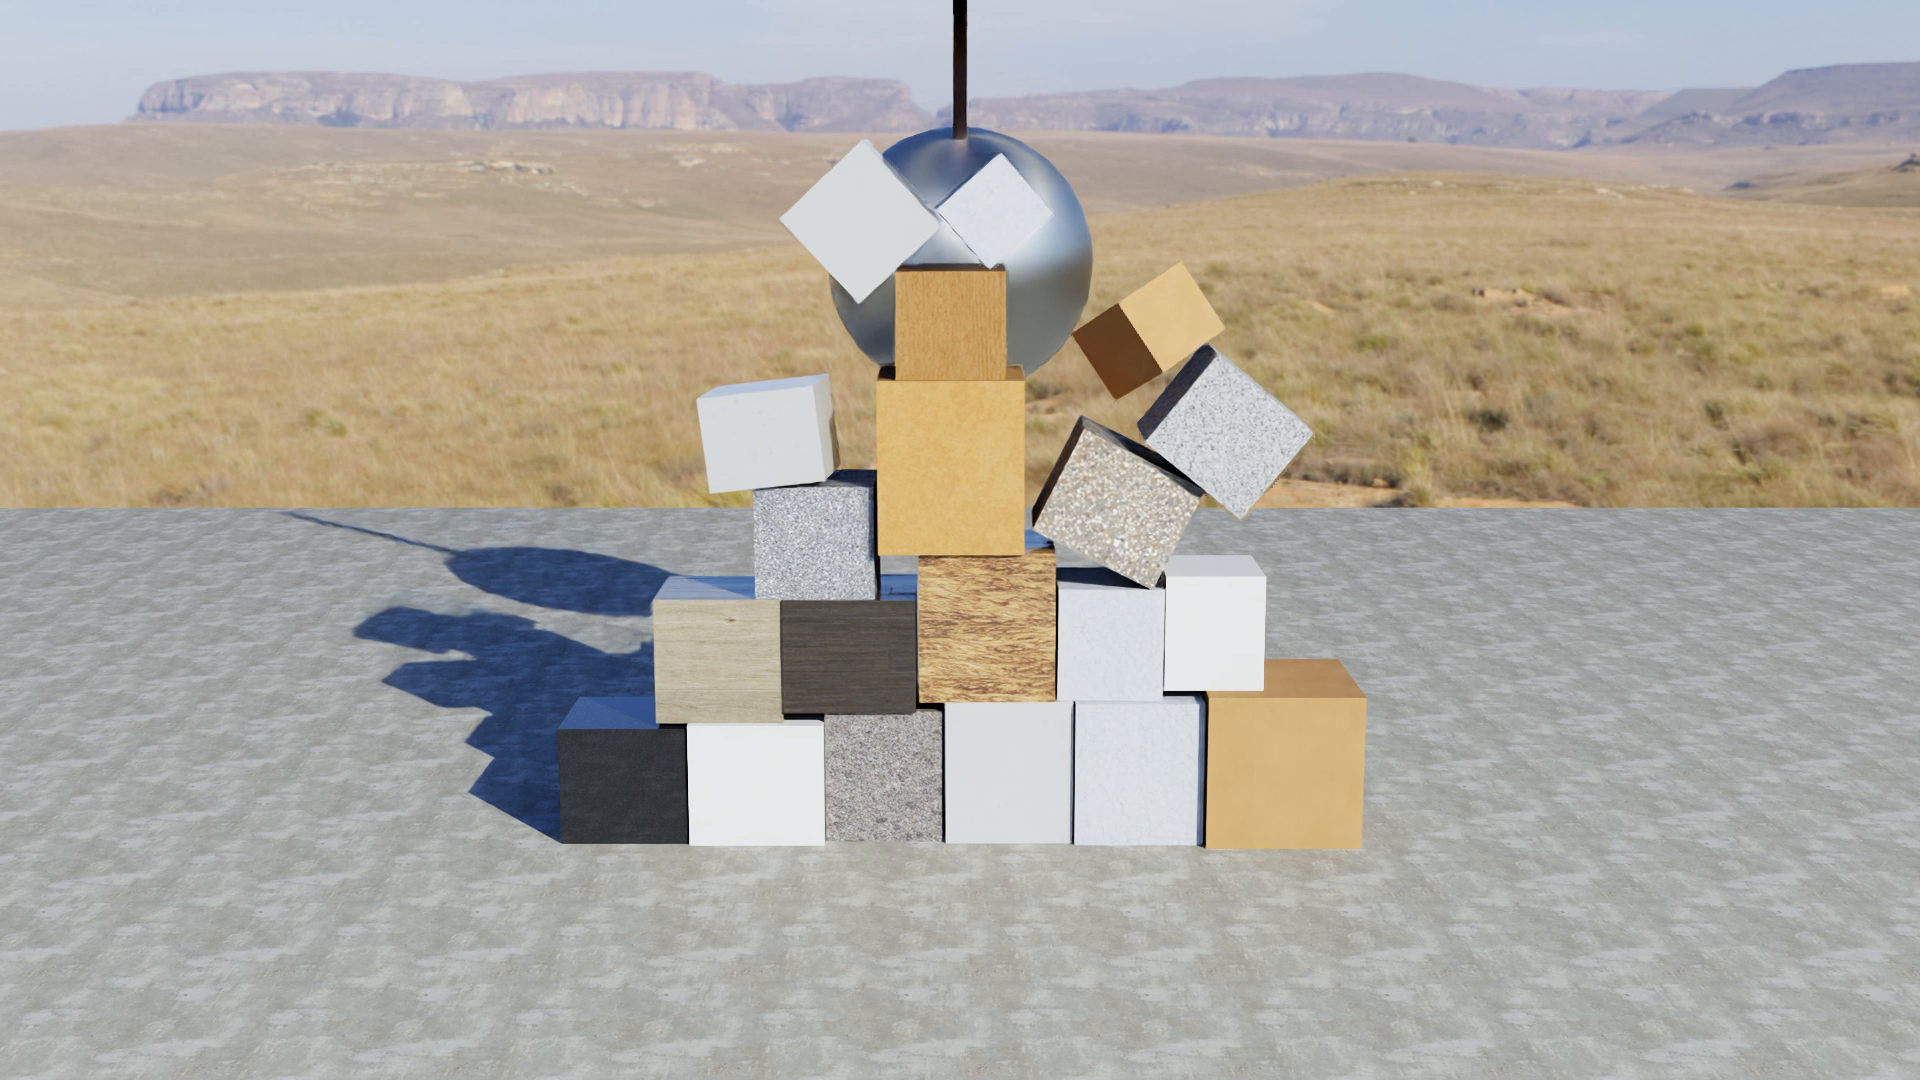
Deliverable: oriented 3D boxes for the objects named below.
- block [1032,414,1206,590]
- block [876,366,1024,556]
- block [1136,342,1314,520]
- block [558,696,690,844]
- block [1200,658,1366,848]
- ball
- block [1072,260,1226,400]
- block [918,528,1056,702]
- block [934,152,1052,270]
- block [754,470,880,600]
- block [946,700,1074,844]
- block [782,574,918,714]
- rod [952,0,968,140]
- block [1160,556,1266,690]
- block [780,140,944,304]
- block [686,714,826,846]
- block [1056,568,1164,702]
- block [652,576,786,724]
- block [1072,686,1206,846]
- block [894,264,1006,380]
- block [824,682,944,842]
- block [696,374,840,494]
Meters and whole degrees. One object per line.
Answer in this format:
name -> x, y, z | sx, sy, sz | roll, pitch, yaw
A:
block -> 0.792, -0.201, 11.158 | 0.671, 0.563, 0.602 | 26, 10, -3
block -> -0.046, -0.412, 11.094 | 0.721, 0.858, 0.722 | 0, 10, 0
block -> 1.315, -0.559, 11.018 | 0.611, 0.550, 0.615 | 38, 9, -7
block -> -1.694, 1.183, 11.384 | 0.642, 0.599, 0.652 | 0, 10, 0
block -> 1.625, 1.092, 11.378 | 0.780, 0.780, 0.833 | 0, 10, 0
ball -> 0.000, -1.670, 13.209 | 1.600, 1.600, 1.600 | 0, 10, 0
block -> 0.936, -1.038, 10.934 | 0.477, 0.401, 0.446 | -36, 3, -31
block -> 0.134, 0.377, 11.266 | 0.679, 0.757, 0.698 | 0, 10, 0
block -> 0.159, -1.627, 10.856 | 0.411, 0.385, 0.414 | -41, 9, 4
block -> -0.717, -0.034, 11.172 | 0.593, 0.564, 0.602 | 0, 10, 1
block -> 0.247, 1.114, 11.384 | 0.640, 0.734, 0.658 | 0, 10, 0
block -> -0.553, 0.523, 11.285 | 0.662, 0.575, 0.671 | 0, 10, 0
rod -> 0.000, -4.528, 11.368 | 0.080, 5.200, 0.080 | 0, 33, 0
block -> 1.275, 0.418, 11.275 | 0.497, 0.583, 0.578 | 0, 10, 0
block -> -0.477, -1.580, 10.875 | 0.548, 0.560, 0.568 | -42, 7, 7
block -> -1.023, 1.170, 11.396 | 0.681, 0.621, 0.732 | 0, 10, 0
block -> 0.754, 0.475, 11.264 | 0.528, 0.568, 0.577 | 0, 10, 0
block -> -1.206, 0.554, 11.280 | 0.640, 0.632, 0.614 | 0, 10, 0
block -> 0.901, 1.117, 11.376 | 0.647, 0.732, 0.705 | 0, 10, 0
block -> -0.045, -1.094, 10.975 | 0.537, 0.526, 0.623 | 0, 10, 0
block -> -0.382, 1.142, 11.387 | 0.592, 0.679, 0.594 | 0, 10, 0
block -> -0.948, -0.538, 11.000 | 0.579, 0.470, 0.534 | -6, 10, 6
